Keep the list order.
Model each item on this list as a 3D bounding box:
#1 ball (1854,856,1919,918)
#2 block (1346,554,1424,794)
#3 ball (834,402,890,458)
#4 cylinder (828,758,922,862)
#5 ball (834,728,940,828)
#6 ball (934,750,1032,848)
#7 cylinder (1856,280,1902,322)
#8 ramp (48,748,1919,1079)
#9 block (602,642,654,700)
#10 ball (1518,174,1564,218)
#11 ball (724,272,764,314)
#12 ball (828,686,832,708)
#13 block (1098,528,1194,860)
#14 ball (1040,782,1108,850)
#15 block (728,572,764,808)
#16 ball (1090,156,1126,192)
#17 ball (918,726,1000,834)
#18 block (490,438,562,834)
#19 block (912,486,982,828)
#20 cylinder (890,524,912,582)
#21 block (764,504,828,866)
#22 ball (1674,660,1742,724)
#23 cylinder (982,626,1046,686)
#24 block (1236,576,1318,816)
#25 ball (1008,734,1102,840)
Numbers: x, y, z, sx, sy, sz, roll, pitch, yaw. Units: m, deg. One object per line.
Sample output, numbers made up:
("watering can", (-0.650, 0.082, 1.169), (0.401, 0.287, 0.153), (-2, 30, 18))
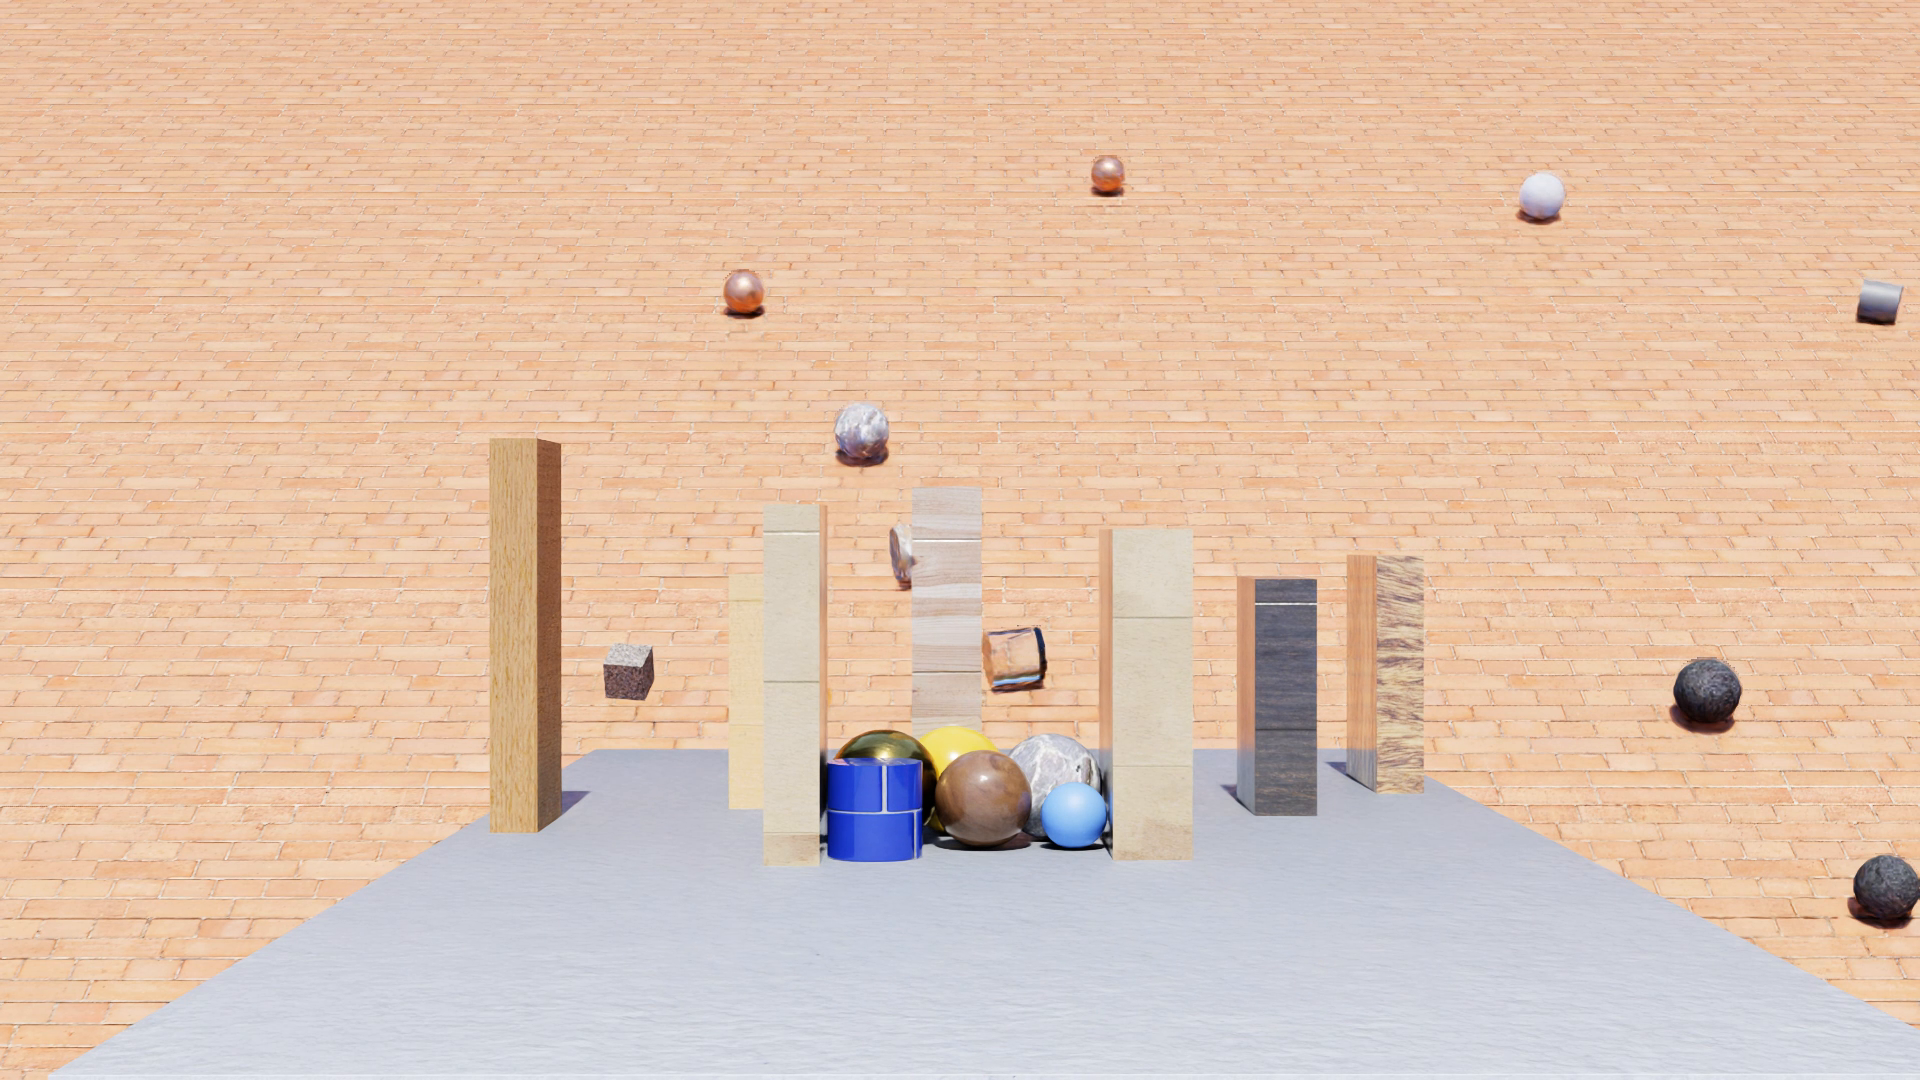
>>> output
("ball", (2.205, 0.826, 6.156), (0.150, 0.150, 0.150), (0, 30, 0))
("block", (0.935, 0.286, 5.706), (0.100, 0.504, 0.427), (0, 0, 0))
("ball", (-0.311, -0.346, 8.199), (0.176, 0.176, 0.176), (0, 30, 0))
("cylinder", (-0.146, 0.460, 4.423), (0.163, 0.163, 0.163), (0, 0, 0))
("ball", (-0.136, 0.439, 4.607), (0.205, 0.205, 0.205), (0, 30, 0))
("ball", (0.041, 0.455, 4.542), (0.173, 0.173, 0.173), (0, 30, 0))
("cylinder", (3.242, -0.842, 9.117), (0.130, 0.130, 0.130), (12, 32, 21))
("ramp", (0.066, 0.591, 4.644), (2.000, 0.100, 4.000), (0, 0, 0))
("block", (-0.899, 0.358, 7.024), (0.109, 0.109, 0.109), (4, 30, 7))
("ball", (2.231, -1.319, 9.920), (0.173, 0.173, 0.173), (0, 30, 0))
("ball", (-0.765, -0.876, 9.165), (0.148, 0.148, 0.148), (0, 30, 0))
("ball", (-0.416, 0.418, 6.880), (0.148, 0.148, 0.148), (0, 30, 0))
("block", (0.326, 0.261, 4.593), (0.135, 0.560, 0.441), (0, 0, 0))
("ball", (0.200, 0.483, 4.533), (0.117, 0.117, 0.117), (0, 30, 0))
("block", (-0.422, 0.304, 5.318), (0.084, 0.471, 0.248), (0, 0, 0))
("ball", (0.583, -1.436, 10.161), (0.138, 0.138, 0.138), (0, 30, 0))
("ball", (-0.012, 0.442, 4.765), (0.199, 0.199, 0.199), (0, 30, 0))
("block", (-0.825, 0.176, 4.923), (0.088, 0.729, 0.294), (0, 0, 0))
("block", (-0.025, 0.220, 5.073), (0.131, 0.641, 0.418), (0, 0, 0))
("cylinder", (-0.109, 0.032, 7.546), (0.162, 0.162, 0.162), (-7, 30, -12))
("block", (-0.280, 0.241, 4.437), (0.093, 0.601, 0.277), (0, 0, 0))
("ball", (1.988, 0.403, 6.881), (0.172, 0.172, 0.172), (0, 30, 0))
("cylinder", (0.148, 0.316, 7.058), (0.147, 0.147, 0.147), (-6, 30, -10))
("block", (0.637, 0.308, 5.219), (0.121, 0.464, 0.332), (0, 0, 0))
("ball", (0.163, 0.445, 4.678), (0.191, 0.191, 0.191), (0, 30, 0))
